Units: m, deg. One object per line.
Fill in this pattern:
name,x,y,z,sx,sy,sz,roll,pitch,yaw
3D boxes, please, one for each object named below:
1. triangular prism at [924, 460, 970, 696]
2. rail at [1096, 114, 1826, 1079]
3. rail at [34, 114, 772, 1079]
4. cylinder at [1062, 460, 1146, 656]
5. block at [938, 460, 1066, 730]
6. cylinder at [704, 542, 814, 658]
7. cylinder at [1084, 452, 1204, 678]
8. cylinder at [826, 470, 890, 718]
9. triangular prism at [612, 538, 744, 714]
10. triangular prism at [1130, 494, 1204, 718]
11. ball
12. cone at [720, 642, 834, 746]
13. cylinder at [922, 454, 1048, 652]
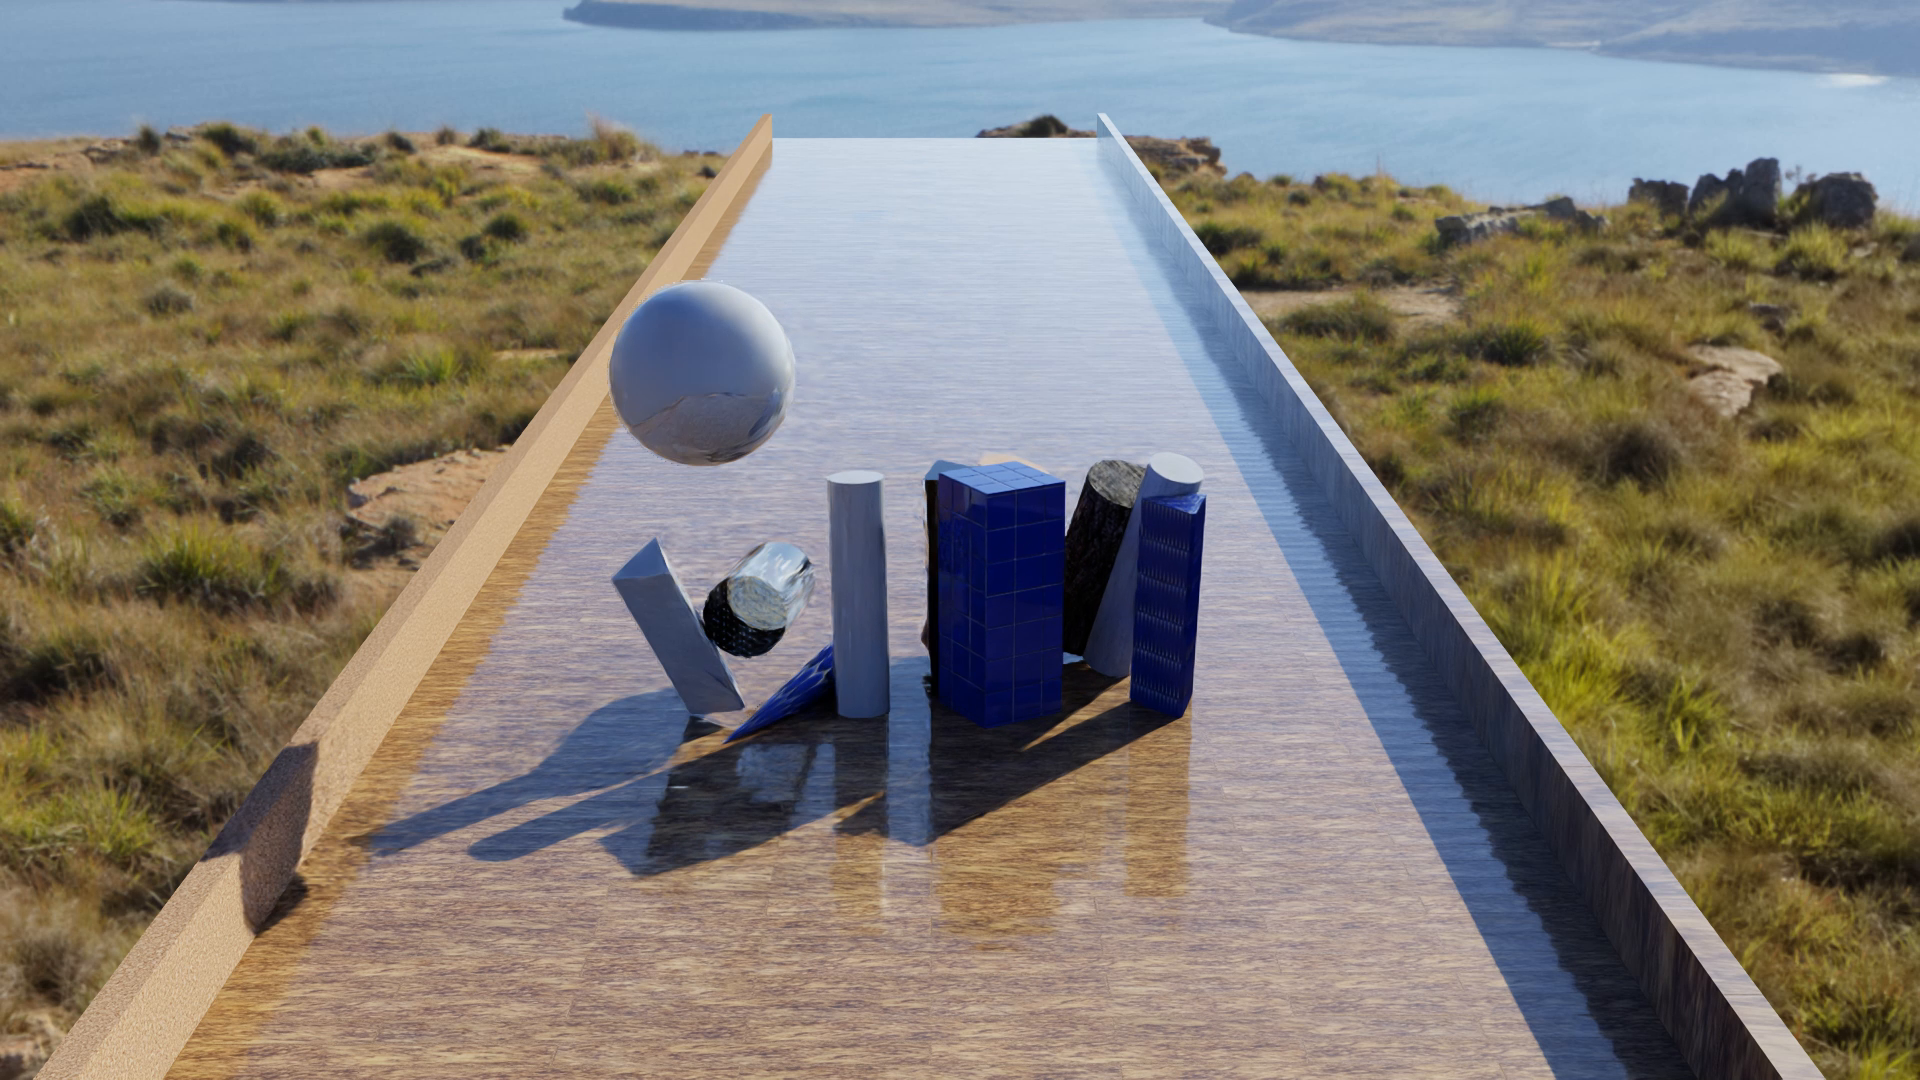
triangular prism,-0.014,0.068,4.227,0.135,0.431,0.117,-8,19,-17
rail,0.932,-0.844,7.801,0.050,0.150,12.000,0,17,-1
rail,-1.118,-0.838,7.780,0.050,0.150,12.000,0,17,-1
cylinder,0.280,0.038,4.387,0.161,0.373,0.161,12,35,-8
block,0.076,0.100,4.099,0.169,0.450,0.169,-10,20,-30
cylinder,-0.381,0.110,4.212,0.156,0.156,0.327,2,11,5
cylinder,0.351,0.052,4.235,0.106,0.459,0.106,12,32,-7
cylinder,-0.188,0.102,4.089,0.103,0.449,0.103,-1,15,0
triangular prism,-0.501,0.159,4.033,0.113,0.353,0.098,-8,40,21
triangular prism,0.412,0.115,4.123,0.108,0.401,0.125,-16,26,-42
ball,-0.457,-0.295,3.908,0.329,0.329,0.329,0,17,0
cone,-0.329,0.307,4.106,0.103,0.103,0.359,12,28,34
cylinder,0.053,0.042,4.335,0.154,0.399,0.154,15,25,-7
